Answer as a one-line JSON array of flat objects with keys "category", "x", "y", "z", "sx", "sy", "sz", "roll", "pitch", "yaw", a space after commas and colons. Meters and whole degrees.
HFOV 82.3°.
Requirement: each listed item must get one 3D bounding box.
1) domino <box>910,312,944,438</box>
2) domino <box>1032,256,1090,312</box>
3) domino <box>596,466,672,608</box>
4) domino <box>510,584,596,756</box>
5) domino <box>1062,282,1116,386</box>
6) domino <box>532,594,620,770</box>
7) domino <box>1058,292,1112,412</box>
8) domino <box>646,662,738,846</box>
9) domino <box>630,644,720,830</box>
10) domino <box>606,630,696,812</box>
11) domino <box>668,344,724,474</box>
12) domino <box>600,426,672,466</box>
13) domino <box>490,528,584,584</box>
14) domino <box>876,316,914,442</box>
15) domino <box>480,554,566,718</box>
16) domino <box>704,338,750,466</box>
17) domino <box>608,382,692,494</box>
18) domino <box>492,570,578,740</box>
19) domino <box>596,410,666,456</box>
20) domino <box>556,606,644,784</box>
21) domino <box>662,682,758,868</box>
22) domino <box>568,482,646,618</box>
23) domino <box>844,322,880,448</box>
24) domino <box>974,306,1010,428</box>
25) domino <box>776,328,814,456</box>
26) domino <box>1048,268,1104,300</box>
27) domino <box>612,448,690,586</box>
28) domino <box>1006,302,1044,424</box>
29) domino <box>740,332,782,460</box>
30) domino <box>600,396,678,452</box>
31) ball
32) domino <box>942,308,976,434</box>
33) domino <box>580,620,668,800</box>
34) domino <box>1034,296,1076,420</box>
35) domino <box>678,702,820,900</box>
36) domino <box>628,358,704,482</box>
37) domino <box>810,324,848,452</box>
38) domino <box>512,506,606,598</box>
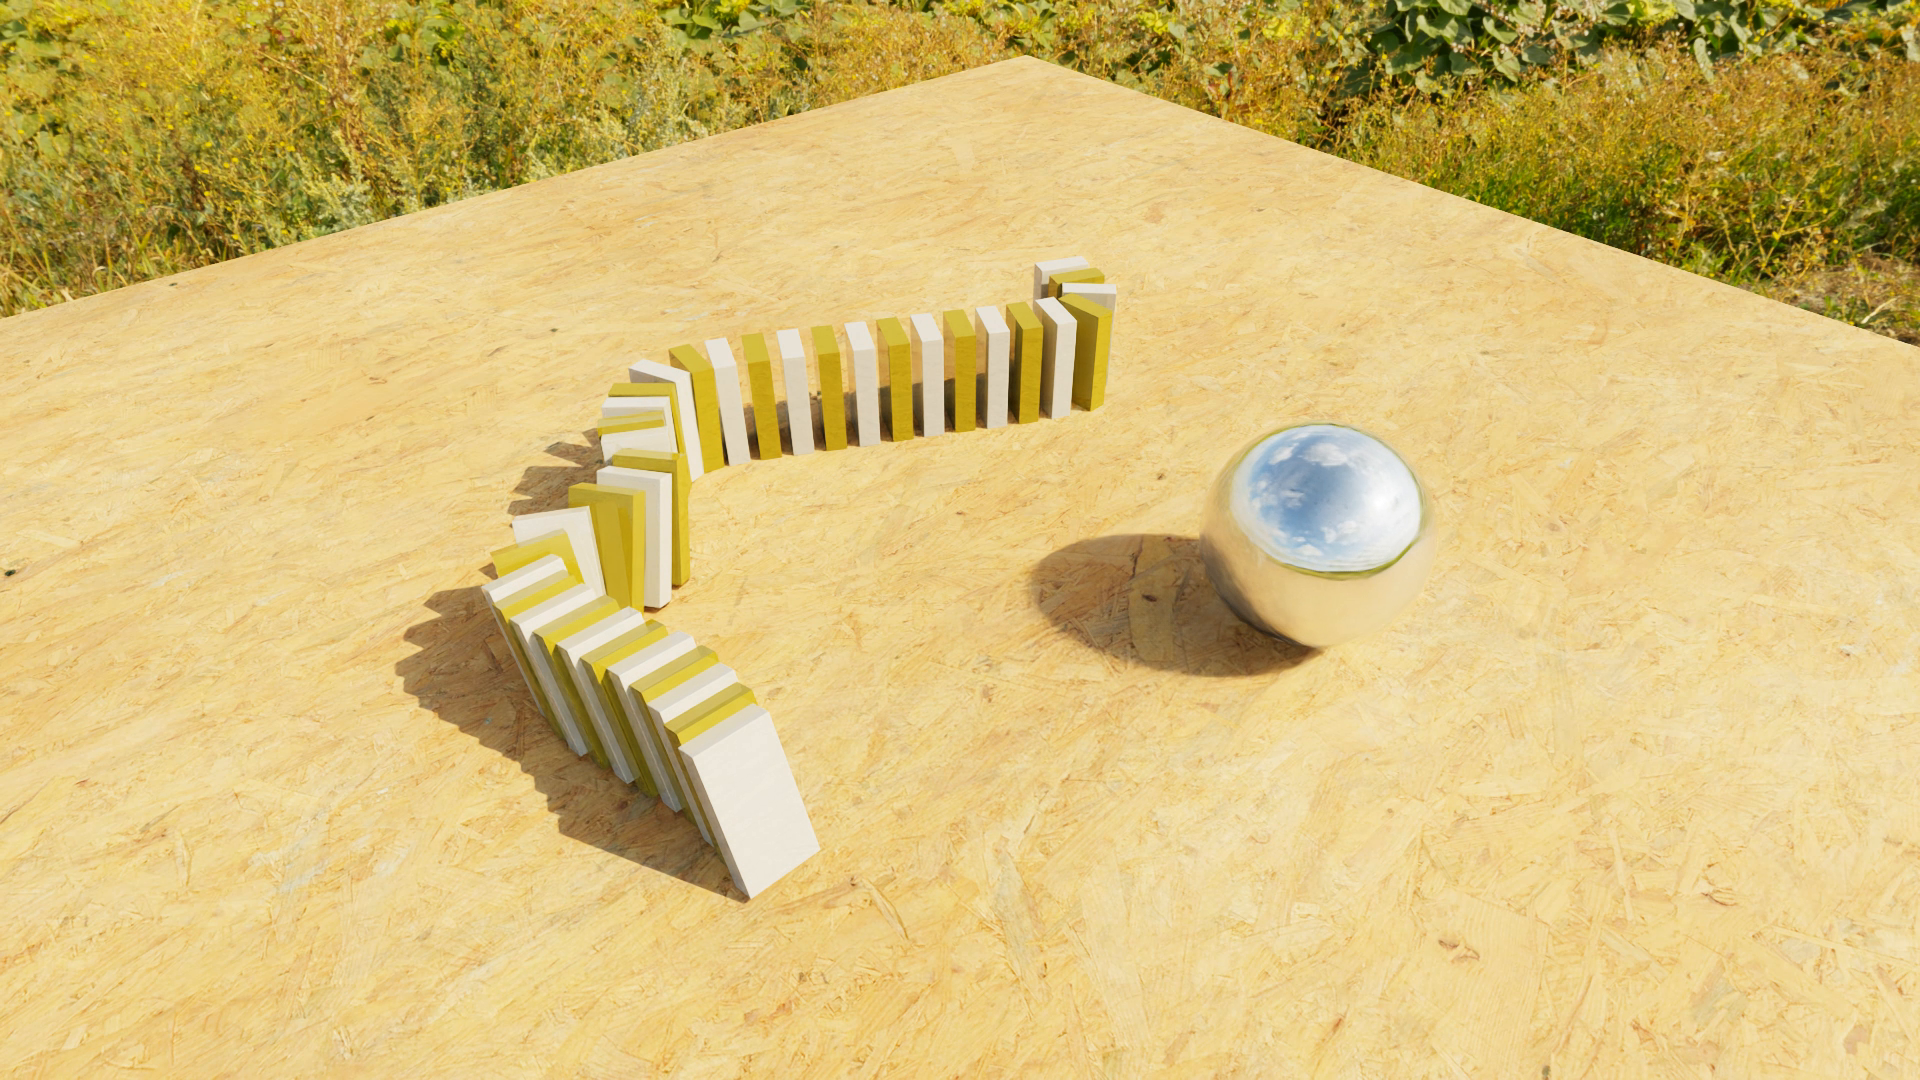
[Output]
[{"category": "domino", "x": -0.015, "y": -0.075, "z": 0.503, "sx": 0.010, "sy": 0.050, "sz": 0.025, "roll": -9, "pitch": 40, "yaw": -11}, {"category": "domino", "x": 0.050, "y": -0.116, "z": 0.553, "sx": 0.025, "sy": 0.050, "sz": 0.010, "roll": -12, "pitch": 41, "yaw": -15}, {"category": "domino", "x": -0.122, "y": -0.001, "z": 0.413, "sx": 0.025, "sy": 0.050, "sz": 0.010, "roll": 7, "pitch": 17, "yaw": 9}, {"category": "domino", "x": -0.124, "y": 0.042, "z": 0.360, "sx": 0.025, "sy": 0.050, "sz": 0.009, "roll": -30, "pitch": 27, "yaw": -32}, {"category": "domino", "x": 0.061, "y": -0.099, "z": 0.532, "sx": 0.025, "sy": 0.050, "sz": 0.009, "roll": 2, "pitch": 39, "yaw": 3}, {"category": "domino", "x": -0.115, "y": 0.046, "z": 0.355, "sx": 0.025, "sy": 0.050, "sz": 0.010, "roll": -30, "pitch": 27, "yaw": -32}, {"category": "domino", "x": 0.057, "y": -0.088, "z": 0.519, "sx": 0.010, "sy": 0.050, "sz": 0.025, "roll": -31, "pitch": 48, "yaw": -32}, {"category": "domino", "x": -0.073, "y": 0.065, "z": 0.332, "sx": 0.025, "sy": 0.050, "sz": 0.010, "roll": -30, "pitch": 26, "yaw": -31}, {"category": "domino", "x": -0.080, "y": 0.060, "z": 0.338, "sx": 0.025, "sy": 0.050, "sz": 0.009, "roll": -30, "pitch": 26, "yaw": -31}, {"category": "domino", "x": -0.088, "y": 0.056, "z": 0.342, "sx": 0.025, "sy": 0.050, "sz": 0.009, "roll": -30, "pitch": 26, "yaw": -32}, {"category": "domino", "x": -0.115, "y": -0.057, "z": 0.481, "sx": 0.009, "sy": 0.050, "sz": 0.025, "roll": -21, "pitch": 44, "yaw": -28}, {"category": "domino", "x": -0.123, "y": -0.018, "z": 0.433, "sx": 0.025, "sy": 0.050, "sz": 0.009, "roll": -9, "pitch": 23, "yaw": -11}, {"category": "domino", "x": -0.142, "y": 0.024, "z": 0.383, "sx": 0.025, "sy": 0.050, "sz": 0.009, "roll": -21, "pitch": 19, "yaw": -24}, {"category": "domino", "x": -0.030, "y": -0.073, "z": 0.500, "sx": 0.010, "sy": 0.050, "sz": 0.025, "roll": -10, "pitch": 40, "yaw": -13}, {"category": "domino", "x": -0.138, "y": 0.033, "z": 0.371, "sx": 0.025, "sy": 0.050, "sz": 0.010, "roll": -30, "pitch": 26, "yaw": -32}, {"category": "domino", "x": -0.103, "y": -0.061, "z": 0.486, "sx": 0.010, "sy": 0.050, "sz": 0.025, "roll": -13, "pitch": 41, "yaw": -15}, {"category": "domino", "x": -0.129, "y": -0.041, "z": 0.462, "sx": 0.025, "sy": 0.050, "sz": 0.009, "roll": 0, "pitch": 36, "yaw": 0}, {"category": "domino", "x": -0.132, "y": 0.038, "z": 0.365, "sx": 0.025, "sy": 0.050, "sz": 0.010, "roll": -31, "pitch": 27, "yaw": -32}, {"category": "domino", "x": -0.128, "y": -0.025, "z": 0.442, "sx": 0.025, "sy": 0.050, "sz": 0.009, "roll": -9, "pitch": 29, "yaw": -11}, {"category": "domino", "x": -0.106, "y": 0.050, "z": 0.351, "sx": 0.025, "sy": 0.050, "sz": 0.010, "roll": -30, "pitch": 27, "yaw": -32}, {"category": "domino", "x": -0.066, "y": 0.070, "z": 0.326, "sx": 0.025, "sy": 0.050, "sz": 0.009, "roll": -30, "pitch": 26, "yaw": -31}, {"category": "domino", "x": -0.130, "y": 0.006, "z": 0.405, "sx": 0.025, "sy": 0.050, "sz": 0.009, "roll": 7, "pitch": 14, "yaw": 9}, {"category": "domino", "x": -0.044, "y": -0.070, "z": 0.497, "sx": 0.010, "sy": 0.050, "sz": 0.025, "roll": -9, "pitch": 40, "yaw": -11}, {"category": "domino", "x": 0.014, "y": -0.080, "z": 0.509, "sx": 0.009, "sy": 0.050, "sz": 0.025, "roll": -9, "pitch": 40, "yaw": -10}, {"category": "domino", "x": -0.074, "y": -0.066, "z": 0.492, "sx": 0.009, "sy": 0.050, "sz": 0.025, "roll": -9, "pitch": 40, "yaw": -10}, {"category": "domino", "x": 0.056, "y": -0.108, "z": 0.543, "sx": 0.025, "sy": 0.050, "sz": 0.010, "roll": -14, "pitch": 41, "yaw": -16}, {"category": "domino", "x": -0.118, "y": -0.009, "z": 0.422, "sx": 0.025, "sy": 0.050, "sz": 0.009, "roll": 5, "pitch": 20, "yaw": 7}, {"category": "domino", "x": 0.029, "y": -0.082, "z": 0.512, "sx": 0.010, "sy": 0.050, "sz": 0.025, "roll": -10, "pitch": 40, "yaw": -12}, {"category": "domino", "x": -0.088, "y": -0.063, "z": 0.489, "sx": 0.010, "sy": 0.050, "sz": 0.025, "roll": -10, "pitch": 40, "yaw": -12}, {"category": "domino", "x": -0.130, "y": -0.034, "z": 0.452, "sx": 0.025, "sy": 0.050, "sz": 0.009, "roll": -1, "pitch": 31, "yaw": -1}, {"category": "ball", "x": 0.126, "y": -0.002, "z": 0.390, "sx": 0.080, "sy": 0.080, "sz": 0.080, "roll": 0, "pitch": 39, "yaw": 0}, {"category": "domino", "x": 0.000, "y": -0.077, "z": 0.506, "sx": 0.009, "sy": 0.050, "sz": 0.025, "roll": -8, "pitch": 40, "yaw": -10}, {"category": "domino", "x": -0.097, "y": 0.053, "z": 0.347, "sx": 0.025, "sy": 0.050, "sz": 0.010, "roll": -30, "pitch": 27, "yaw": -32}, {"category": "domino", "x": 0.043, "y": -0.085, "z": 0.515, "sx": 0.009, "sy": 0.050, "sz": 0.025, "roll": -14, "pitch": 41, "yaw": -16}, {"category": "domino", "x": -0.060, "y": 0.076, "z": 0.319, "sx": 0.025, "sy": 0.050, "sz": 0.010, "roll": -30, "pitch": 26, "yaw": -31}, {"category": "domino", "x": -0.126, "y": -0.051, "z": 0.473, "sx": 0.025, "sy": 0.050, "sz": 0.009, "roll": 18, "pitch": 39, "yaw": 21}, {"category": "domino", "x": -0.059, "y": -0.068, "z": 0.494, "sx": 0.009, "sy": 0.050, "sz": 0.025, "roll": -8, "pitch": 40, "yaw": -10}, {"category": "domino", "x": -0.142, "y": 0.015, "z": 0.394, "sx": 0.025, "sy": 0.050, "sz": 0.010, "roll": -9, "pitch": 16, "yaw": -11}]
